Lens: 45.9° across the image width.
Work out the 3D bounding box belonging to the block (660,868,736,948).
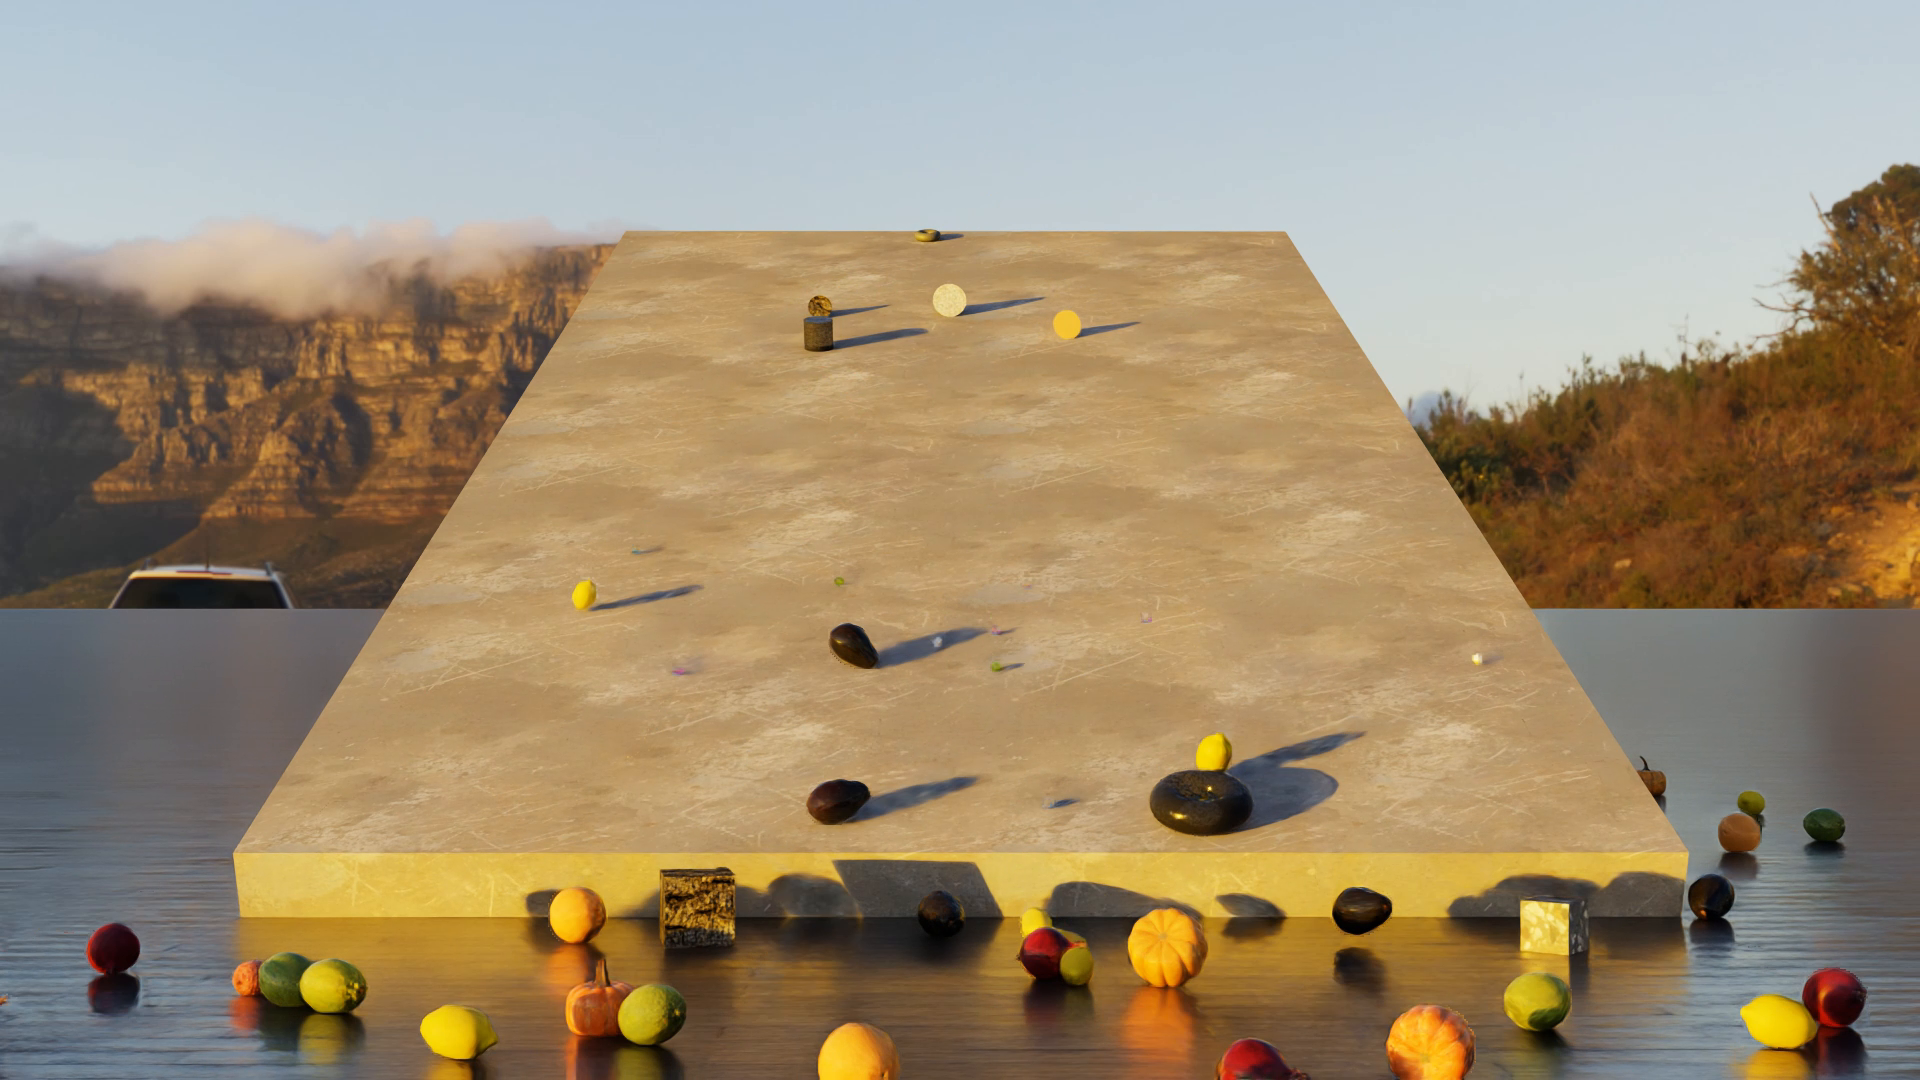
[{"bbox_3d":[-0.339,0.473,2.918,0.089,0.089,0.089,0,-2,-12],"label":"block"}]

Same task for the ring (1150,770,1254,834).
[{"bbox_3d":[0.341,0.371,3.207,0.147,0.049,0.147,-1,20,0],"label":"ring"}]

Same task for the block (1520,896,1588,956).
[{"bbox_3d":[0.748,0.484,2.852,0.063,0.063,0.063,-1,-2,38],"label":"block"}]

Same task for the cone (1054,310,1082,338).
[{"bbox_3d":[0.259,-0.535,5.720,0.074,0.074,0.074,1,-13,-20],"label":"cone"}]

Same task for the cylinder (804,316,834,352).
[{"bbox_3d":[-0.349,-0.508,5.585,0.072,0.072,0.072,0,20,0],"label":"cylinder"}]

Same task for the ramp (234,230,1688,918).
[{"bbox_3d":[-0.005,-0.207,5.010,2.000,0.100,4.000,0,20,0],"label":"ramp"}]

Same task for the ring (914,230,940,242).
[{"bbox_3d":[-0.096,-0.908,6.754,0.078,0.026,0.078,0,21,0],"label":"ring"}]
